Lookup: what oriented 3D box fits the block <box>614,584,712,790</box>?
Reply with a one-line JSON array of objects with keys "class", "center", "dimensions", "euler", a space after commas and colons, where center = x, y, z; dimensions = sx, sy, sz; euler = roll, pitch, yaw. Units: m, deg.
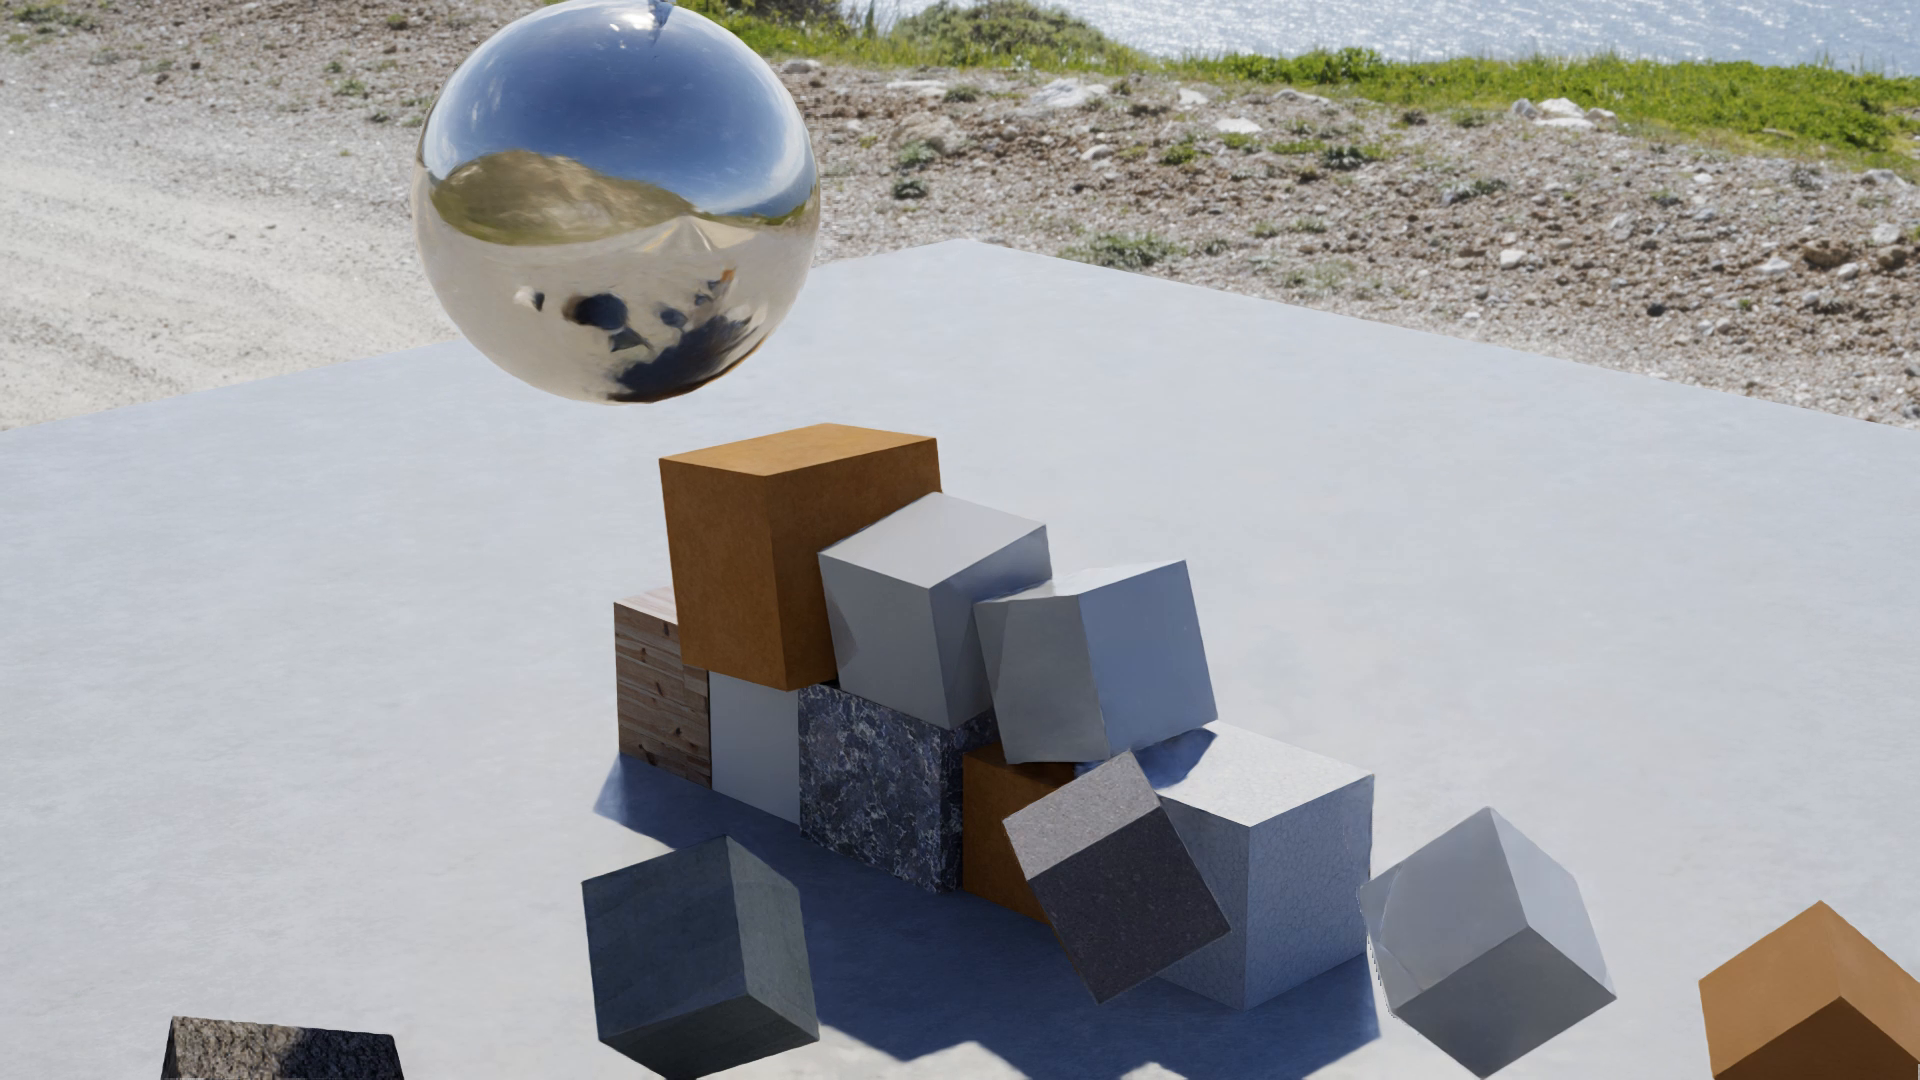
[{"class": "block", "center": [-1.199, 0.683, 14.828], "dimensions": [0.804, 0.805, 0.714], "euler": [-17, 24, -42]}]

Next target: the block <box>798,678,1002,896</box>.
[{"class": "block", "center": [-0.099, 1.021, 13.736], "dimensions": [0.911, 0.815, 0.946], "euler": [-17, 24, -42]}]

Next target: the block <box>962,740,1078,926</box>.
[{"class": "block", "center": [0.515, 1.272, 13.197], "dimensions": [0.708, 0.660, 0.713], "euler": [-17, 24, -42]}]

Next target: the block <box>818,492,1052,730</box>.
[{"class": "block", "center": [-0.082, 0.308, 13.263], "dimensions": [0.736, 0.705, 0.724], "euler": [-29, 31, -37]}]

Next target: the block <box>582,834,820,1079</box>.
[{"class": "block", "center": [-1.002, 1.630, 11.340], "dimensions": [0.626, 0.652, 0.651], "euler": [-19, -31, 15]}]

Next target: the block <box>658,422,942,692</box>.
[{"class": "block", "center": [-0.721, 0.056, 13.876], "dimensions": [0.968, 1.004, 0.910], "euler": [-14, 15, -35]}]

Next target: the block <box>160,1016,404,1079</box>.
[{"class": "block", "center": [-2.299, 2.176, 9.812], "dimensions": [0.756, 0.802, 0.861], "euler": [9, 14, -20]}]

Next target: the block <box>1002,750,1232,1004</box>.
[{"class": "block", "center": [0.592, 1.277, 11.207], "dimensions": [0.570, 0.587, 0.608], "euler": [-29, 18, 1]}]

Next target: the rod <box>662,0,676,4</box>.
[{"class": "rod", "center": [-0.583, -4.631, 11.275], "dimensions": [0.080, 5.200, 0.080], "euler": [17, 5, 42]}]

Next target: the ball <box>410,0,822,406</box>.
[{"class": "ball", "center": [-1.345, -1.327, 11.515], "dimensions": [1.600, 1.600, 1.600], "euler": [0, 17, 0]}]

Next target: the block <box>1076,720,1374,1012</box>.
[{"class": "block", "center": [1.126, 1.368, 12.609], "dimensions": [0.964, 0.829, 0.828], "euler": [17, 24, 42]}]

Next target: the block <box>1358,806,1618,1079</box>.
[{"class": "block", "center": [1.996, 1.532, 11.141], "dimensions": [0.628, 0.593, 0.619], "euler": [-37, 35, 22]}]

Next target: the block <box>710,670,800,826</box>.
[{"class": "block", "center": [-0.700, 0.886, 14.321], "dimensions": [0.724, 0.722, 0.745], "euler": [-17, 24, -42]}]

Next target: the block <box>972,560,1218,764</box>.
[{"class": "block", "center": [0.595, 0.534, 12.876], "dimensions": [0.687, 0.723, 0.663], "euler": [-17, 7, -42]}]

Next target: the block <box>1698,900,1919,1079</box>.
[{"class": "block", "center": [3.172, 1.814, 10.815], "dimensions": [0.588, 0.583, 0.523], "euler": [39, 30, -17]}]
